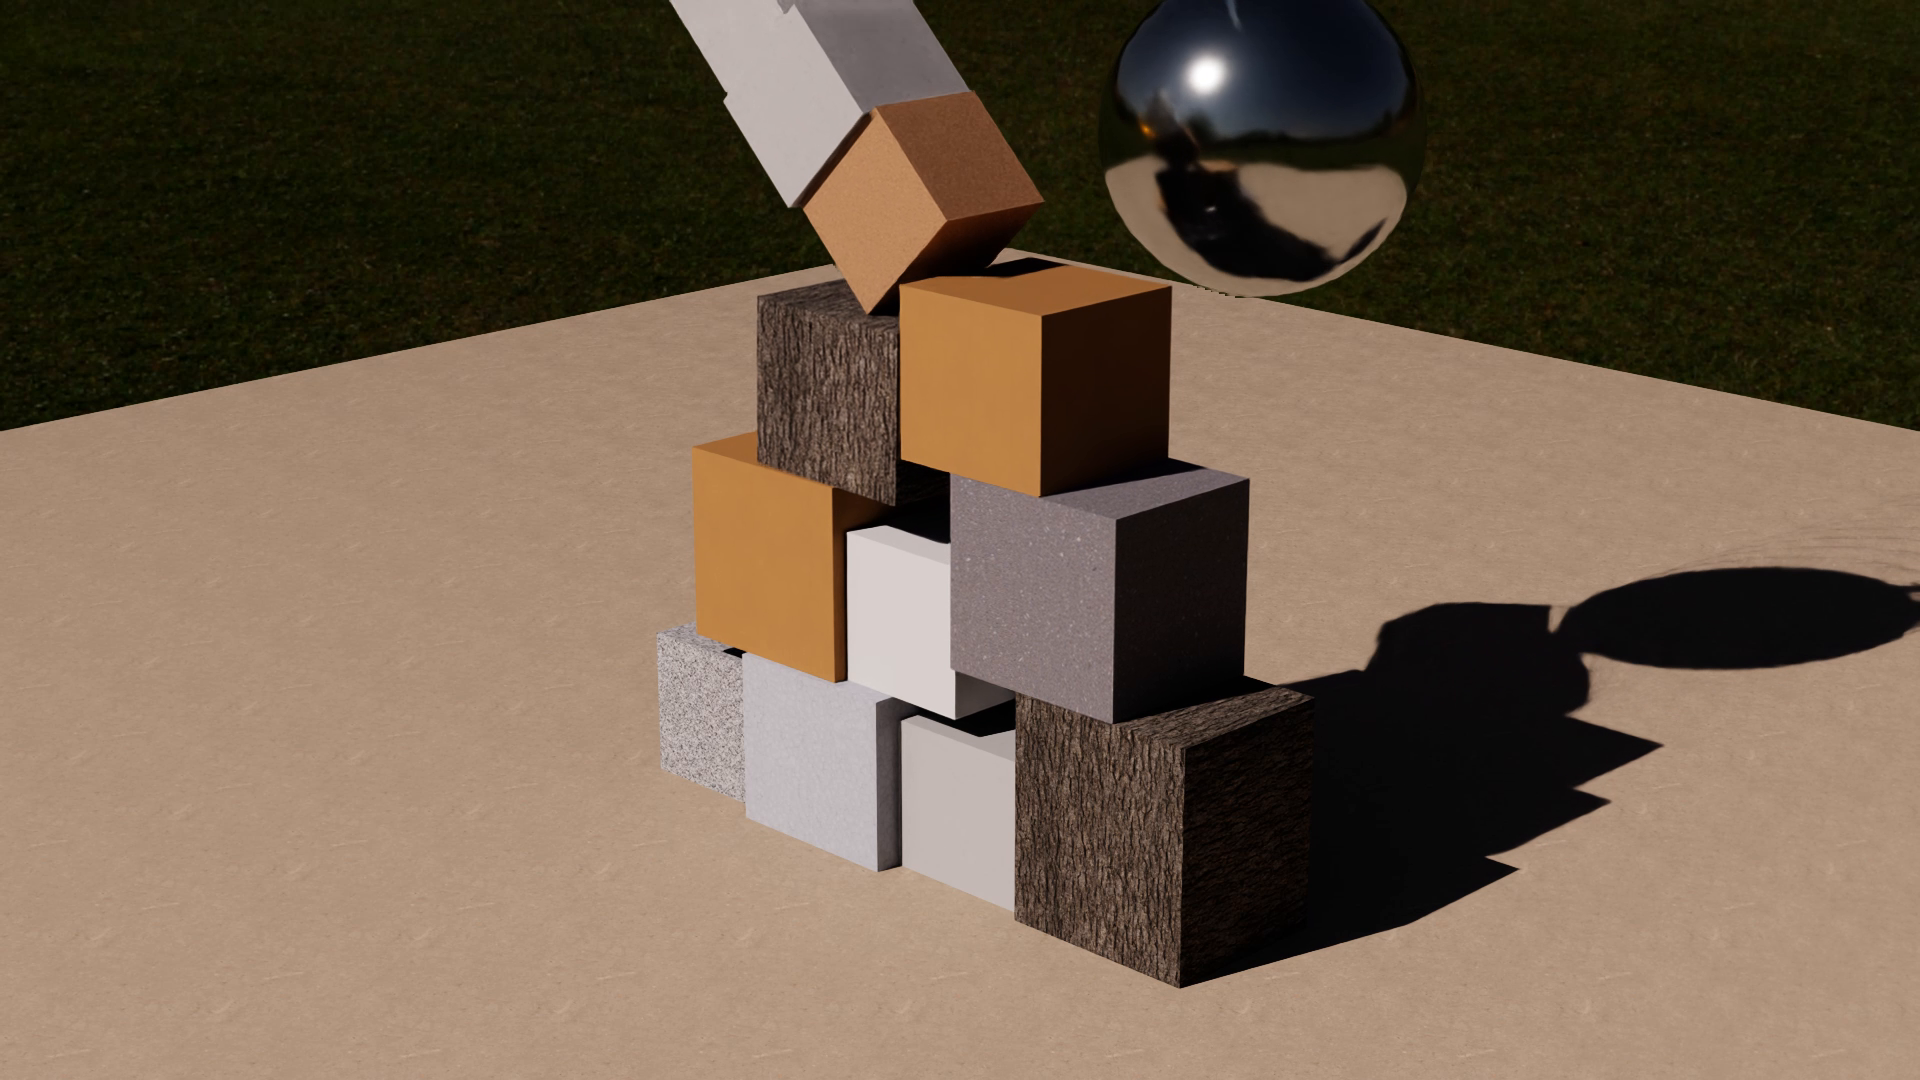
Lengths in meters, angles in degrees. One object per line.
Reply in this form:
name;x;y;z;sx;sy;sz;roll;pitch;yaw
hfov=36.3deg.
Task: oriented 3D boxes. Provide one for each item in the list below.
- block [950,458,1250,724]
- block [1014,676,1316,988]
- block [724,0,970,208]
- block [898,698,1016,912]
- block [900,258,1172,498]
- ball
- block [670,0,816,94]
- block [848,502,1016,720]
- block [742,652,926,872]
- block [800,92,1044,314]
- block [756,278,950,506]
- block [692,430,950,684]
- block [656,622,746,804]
block;0.601;0.152;12.759;0.857;0.897;0.964;-17;24;-42
block;0.882;1.180;12.786;0.851;1.081;0.965;-17;24;-42
block;-0.508;-1.994;13.254;0.691;0.613;0.685;-17;-21;-43
block;0.248;1.168;13.429;0.709;0.718;0.786;-17;24;-42
block;0.326;-0.725;12.751;0.816;0.781;0.844;-17;24;-42
ball;1.467;-1.984;14.256;1.600;1.600;1.600;0;17;0
block;-0.855;-2.453;13.437;0.556;0.588;0.563;-17;-21;-43
block;0.013;0.298;13.431;0.702;0.713;0.793;18;25;42
block;-0.355;0.929;14.001;0.988;0.833;0.918;-17;24;-42
block;-0.174;-1.505;13.073;0.617;0.622;0.700;-17;-20;-43
block;-0.304;-0.716;13.417;0.850;0.782;0.922;-17;25;-42
block;-0.595;0.011;13.972;0.924;0.935;0.978;-17;24;-42
block;-0.959;0.802;14.589;0.762;0.721;0.764;-17;24;-42
